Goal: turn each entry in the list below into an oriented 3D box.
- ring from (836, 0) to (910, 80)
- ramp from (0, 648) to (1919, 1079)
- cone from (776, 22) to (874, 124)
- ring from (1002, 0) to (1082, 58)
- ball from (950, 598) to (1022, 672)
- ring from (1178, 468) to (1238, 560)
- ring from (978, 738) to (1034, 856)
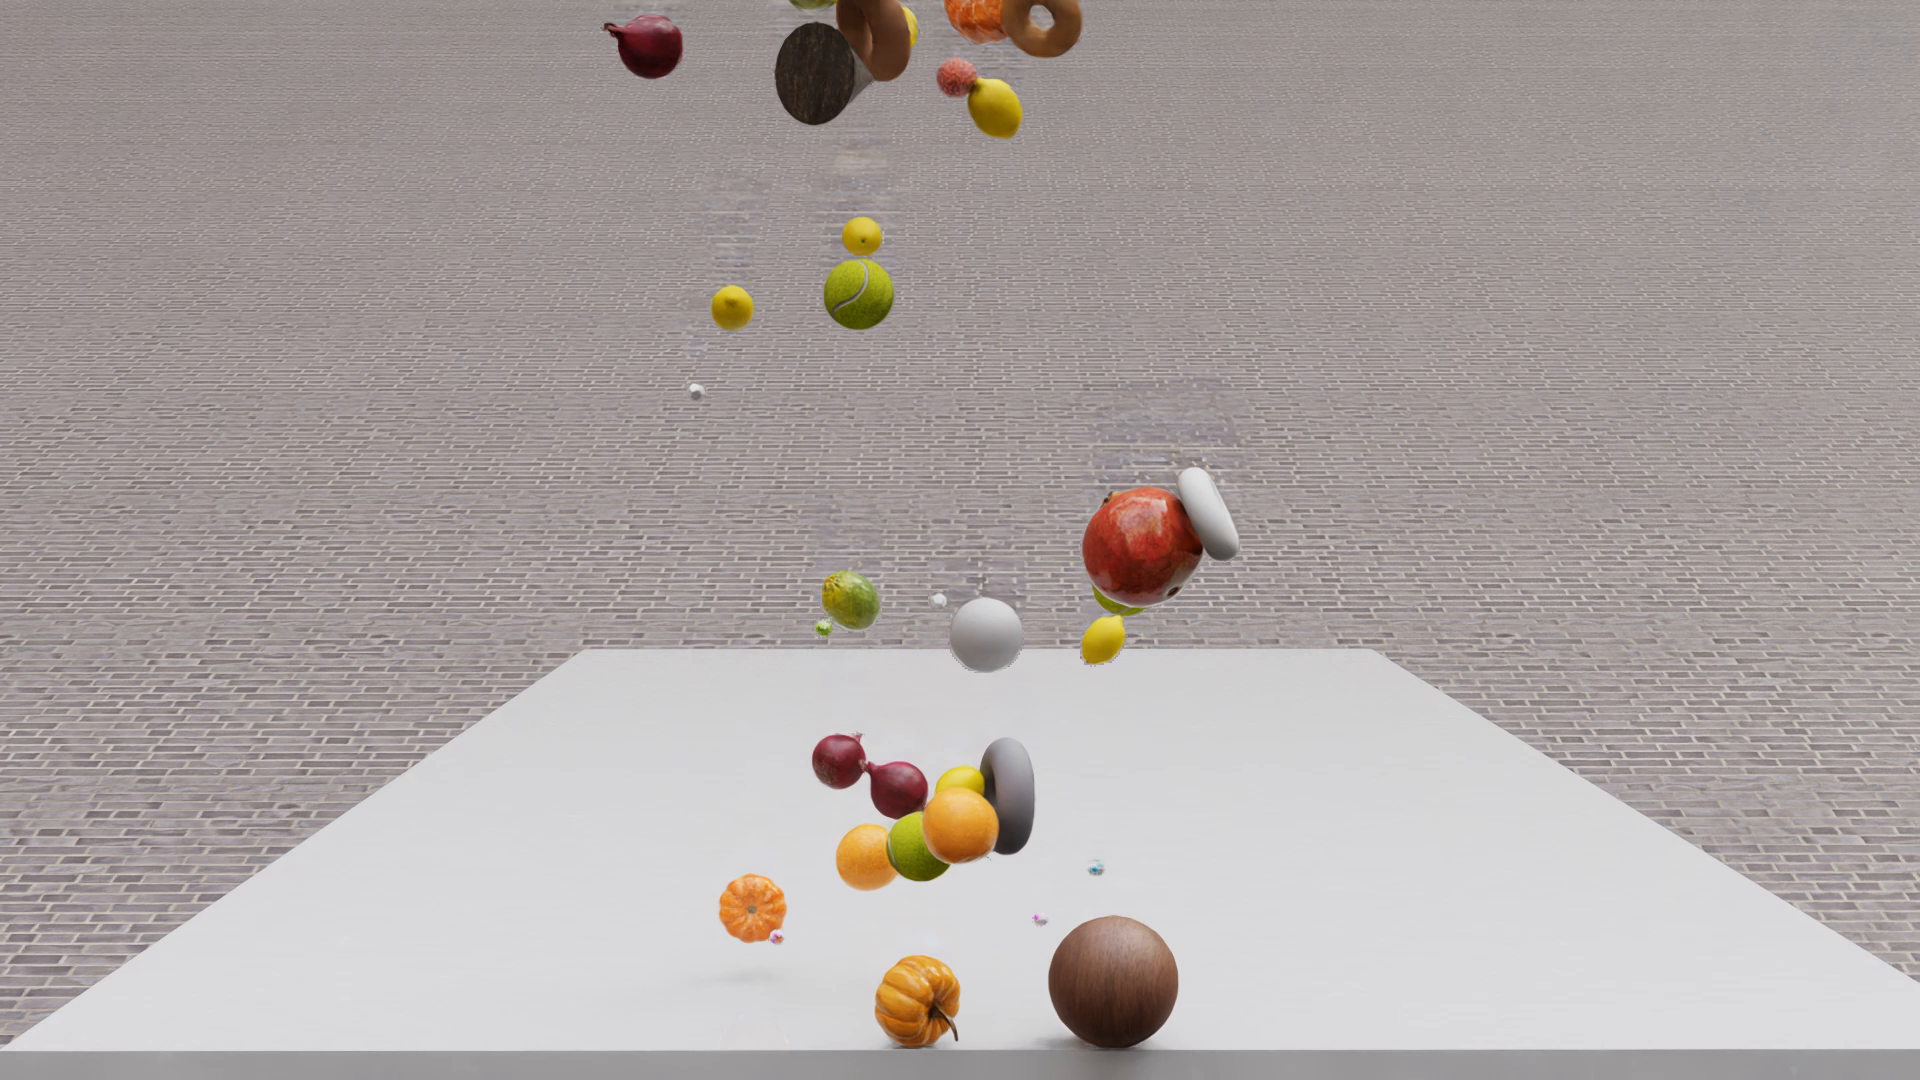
[{"bbox_3d":[-0.086,-0.509,2.549,0.037,0.111,0.111,-25,29,-20],"label":"ring"},{"bbox_3d":[0.049,0.440,4.532,2.000,0.100,4.000,0,3,0],"label":"ramp"},{"bbox_3d":[-0.099,-0.402,2.228,0.086,0.086,0.086,14,14,33],"label":"cone"},{"bbox_3d":[0.073,-0.468,2.301,0.077,0.077,0.026,10,37,24],"label":"ring"},{"bbox_3d":[0.028,0.103,2.791,0.080,0.080,0.080,0,21,0],"label":"ball"},{"bbox_3d":[0.232,-0.025,2.401,0.031,0.093,0.093,-25,19,10],"label":"ring"},{"bbox_3d":[0.045,0.248,2.485,0.038,0.114,0.114,1,20,-13],"label":"ring"}]
